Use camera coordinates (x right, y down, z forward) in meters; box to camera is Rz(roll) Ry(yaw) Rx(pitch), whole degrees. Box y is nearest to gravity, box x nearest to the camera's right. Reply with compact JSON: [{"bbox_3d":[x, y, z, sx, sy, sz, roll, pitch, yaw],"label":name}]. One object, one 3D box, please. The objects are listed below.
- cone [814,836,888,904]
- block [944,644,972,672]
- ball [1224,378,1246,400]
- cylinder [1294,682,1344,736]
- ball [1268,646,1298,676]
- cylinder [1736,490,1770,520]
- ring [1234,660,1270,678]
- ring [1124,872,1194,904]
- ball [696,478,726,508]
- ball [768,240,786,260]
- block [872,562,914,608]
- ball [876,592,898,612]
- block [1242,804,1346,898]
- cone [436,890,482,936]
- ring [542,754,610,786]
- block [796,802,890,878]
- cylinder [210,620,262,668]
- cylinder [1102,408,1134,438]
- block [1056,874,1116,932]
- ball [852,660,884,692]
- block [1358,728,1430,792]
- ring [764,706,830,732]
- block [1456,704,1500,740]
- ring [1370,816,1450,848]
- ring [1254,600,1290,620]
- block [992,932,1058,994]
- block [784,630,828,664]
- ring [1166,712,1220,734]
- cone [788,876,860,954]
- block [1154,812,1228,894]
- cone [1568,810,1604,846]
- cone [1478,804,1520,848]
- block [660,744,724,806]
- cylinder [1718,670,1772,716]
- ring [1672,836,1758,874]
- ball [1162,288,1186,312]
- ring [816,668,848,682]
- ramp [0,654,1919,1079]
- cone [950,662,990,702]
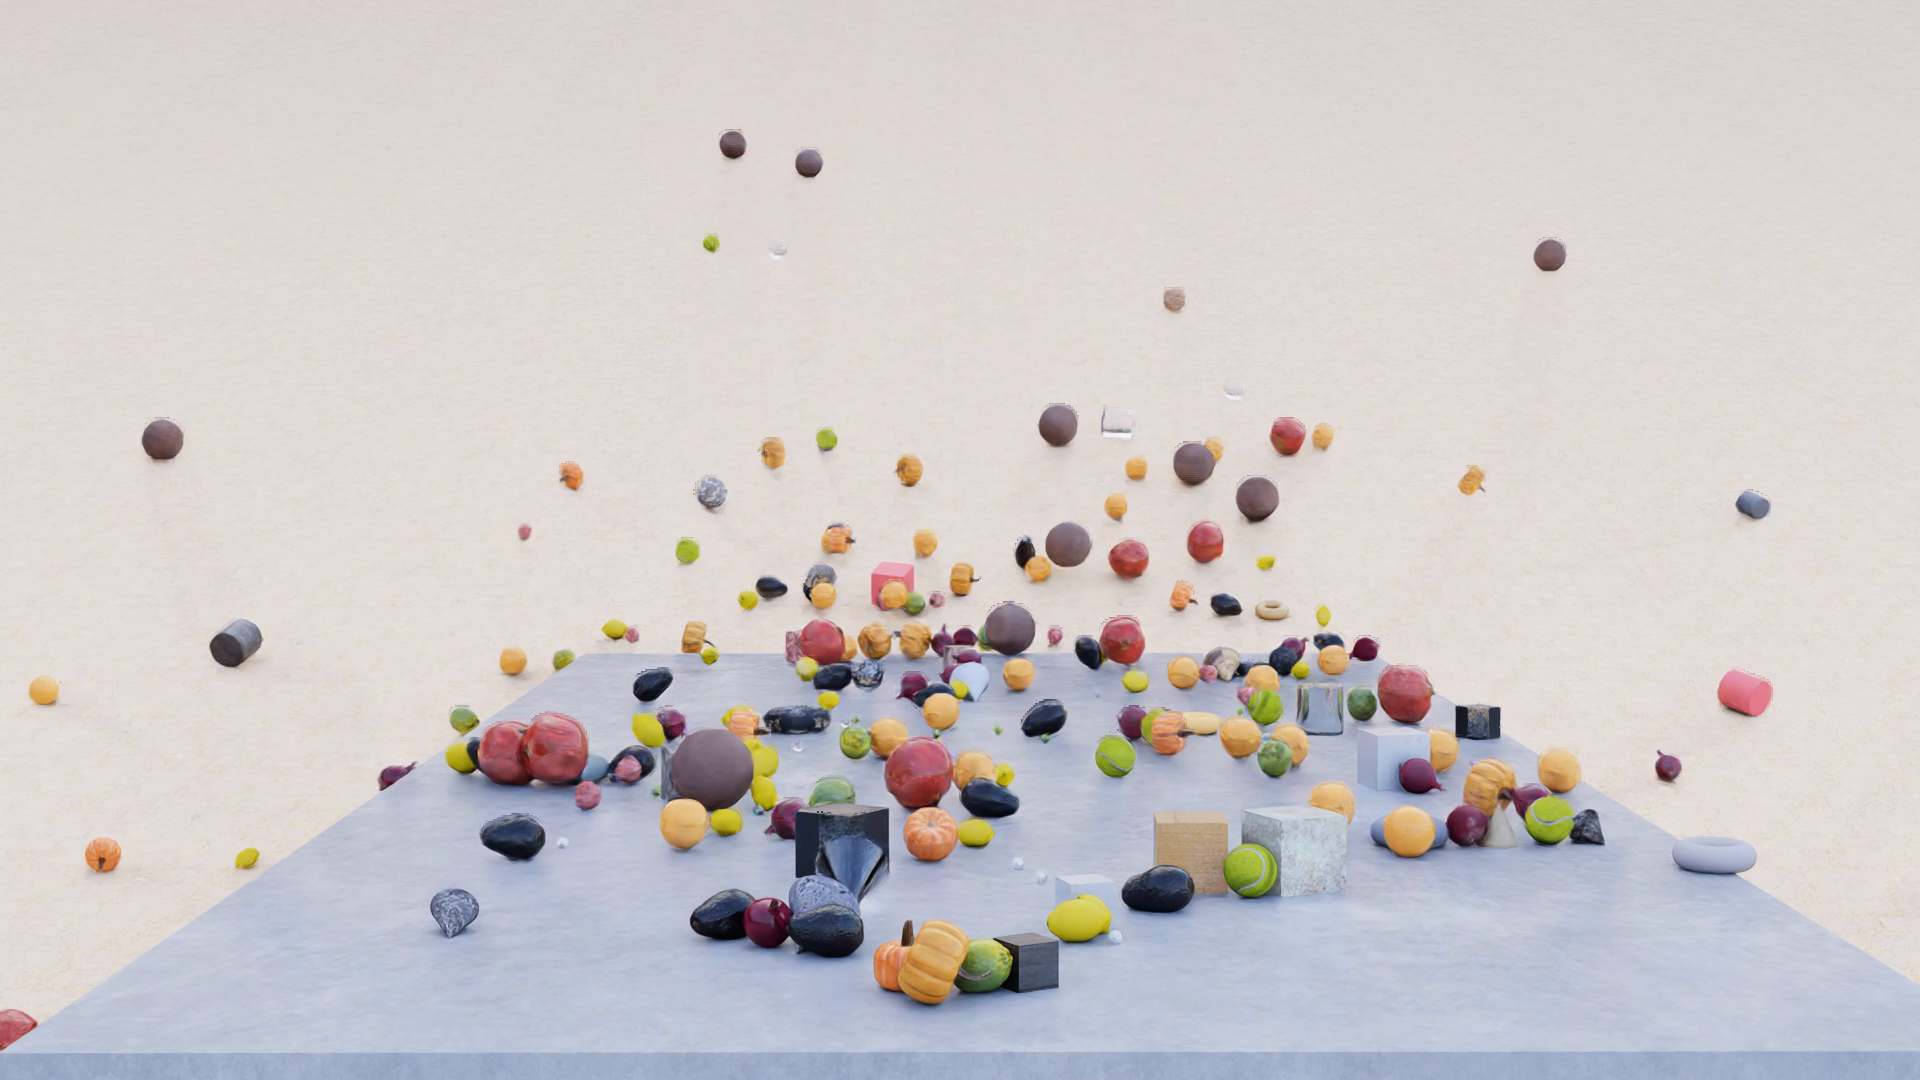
[{"bbox_3d":[-0.140,0.444,3.264,0.095,0.095,0.095,0,30,0],"label":"cone"},{"bbox_3d":[-0.006,0.281,6.129,0.057,0.057,0.057,0,3,-8],"label":"block"},{"bbox_3d":[0.934,-0.513,8.745,0.078,0.078,0.078,0,21,0],"label":"ball"},{"bbox_3d":[0.692,0.326,4.956,0.093,0.093,0.093,0,3,0],"label":"cylinder"},{"bbox_3d":[0.753,0.282,5.984,0.068,0.068,0.068,0,21,0],"label":"ball"},{"bbox_3d":[2.376,-0.104,7.700,0.069,0.069,0.069,-13,35,-31],"label":"cylinder"},{"bbox_3d":[0.674,0.301,5.983,0.098,0.033,0.098,0,4,0],"label":"ring"},{"bbox_3d":[0.257,0.448,3.303,0.091,0.030,0.091,0,2,0],"label":"ring"},{"bbox_3d":[-0.751,-0.142,7.771,0.092,0.092,0.092,0,21,0],"label":"ball"},{"bbox_3d":[-0.743,-1.181,10.472,0.075,0.075,0.075,0,21,0],"label":"ball"},{"bbox_3d":[-0.185,0.124,7.083,0.094,0.094,0.094,6,22,15],"label":"block"},{"bbox_3d":[-0.200,0.168,7.021,0.056,0.056,0.056,0,21,0],"label":"ball"},{"bbox_3d":[0.439,0.408,3.385,0.099,0.099,0.099,-1,3,-25],"label":"block"},{"bbox_3d":[-0.612,0.461,3.094,0.059,0.059,0.059,5,51,11],"label":"cone"},{"bbox_3d":[-0.647,0.387,4.329,0.114,0.038,0.114,-4,7,0],"label":"ring"},{"bbox_3d":[-0.159,0.409,3.470,0.090,0.090,0.090,2,4,33],"label":"block"},{"bbox_3d":[-1.887,0.270,6.703,0.096,0.096,0.096,6,22,14],"label":"cylinder"},{"bbox_3d":[0.515,-0.380,8.372,0.096,0.096,0.096,4,22,11],"label":"cylinder"},{"bbox_3d":[0.153,0.443,3.142,0.057,0.057,0.057,-1,3,-17],"label":"block"},{"bbox_3d":[-0.204,0.299,5.677,0.070,0.070,0.070,0,21,0],"label":"ball"},{"bbox_3d":[0.721,0.364,4.274,0.092,0.092,0.092,-1,3,-12],"label":"block"},{"bbox_3d":[-0.316,0.349,5.002,0.131,0.044,0.131,0,2,0],"label":"ring"},{"bbox_3d":[0.986,0.346,4.891,0.060,0.060,0.060,-2,4,-30],"label":"block"},{"bbox_3d":[0.649,0.422,3.711,0.114,0.038,0.114,0,2,0],"label":"ring"},{"bbox_3d":[0.850,0.190,6.998,0.094,0.031,0.094,-1,21,0],"label":"ring"},{"bbox_3d":[0.072,0.463,2.816,0.052,0.052,0.052,-2,4,-32],"label":"block"},{"bbox_3d":[-0.378,0.261,6.314,0.075,0.075,0.075,-3,3,-41],"label":"block"},{"bbox_3d":[0.452,0.355,4.969,0.105,0.035,0.105,0,4,0],"label":"ring"},{"bbox_3d":[-0.176,0.458,3.015,0.092,0.092,0.092,7,32,18],"label":"cone"},{"bbox_3d":[0.304,0.412,3.390,0.092,0.092,0.092,0,3,2],"label":"block"},{"bbox_3d":[0.919,0.427,3.724,0.053,0.053,0.053,-9,33,-22],"label":"cone"},{"bbox_3d":[0.779,0.410,3.710,0.060,0.060,0.060,0,3,0],"label":"cone"},{"bbox_3d":[-0.429,0.376,4.124,0.084,0.084,0.084,-1,3,-18],"label":"block"},{"bbox_3d":[1.959,0.382,6.417,0.093,0.093,0.093,-15,26,-34],"label":"cylinder"},{"bbox_3d":[1.035,0.432,3.525,0.112,0.037,0.112,0,4,0],"label":"ring"},{"bbox_3d":[0.813,-0.911,9.759,0.088,0.088,0.088,0,21,0],"label":"ball"},{"bbox_3d":[-0.295,0.309,5.907,0.077,0.026,0.077,1,3,0],"label":"ring"},{"bbox_3d":[0.049,0.446,4.532,2.000,0.100,4.000,0,3,0],"label":"ramp"},{"bbox_3d":[0.028,0.323,5.510,0.089,0.089,0.089,-3,32,-8],"label":"cone"}]
